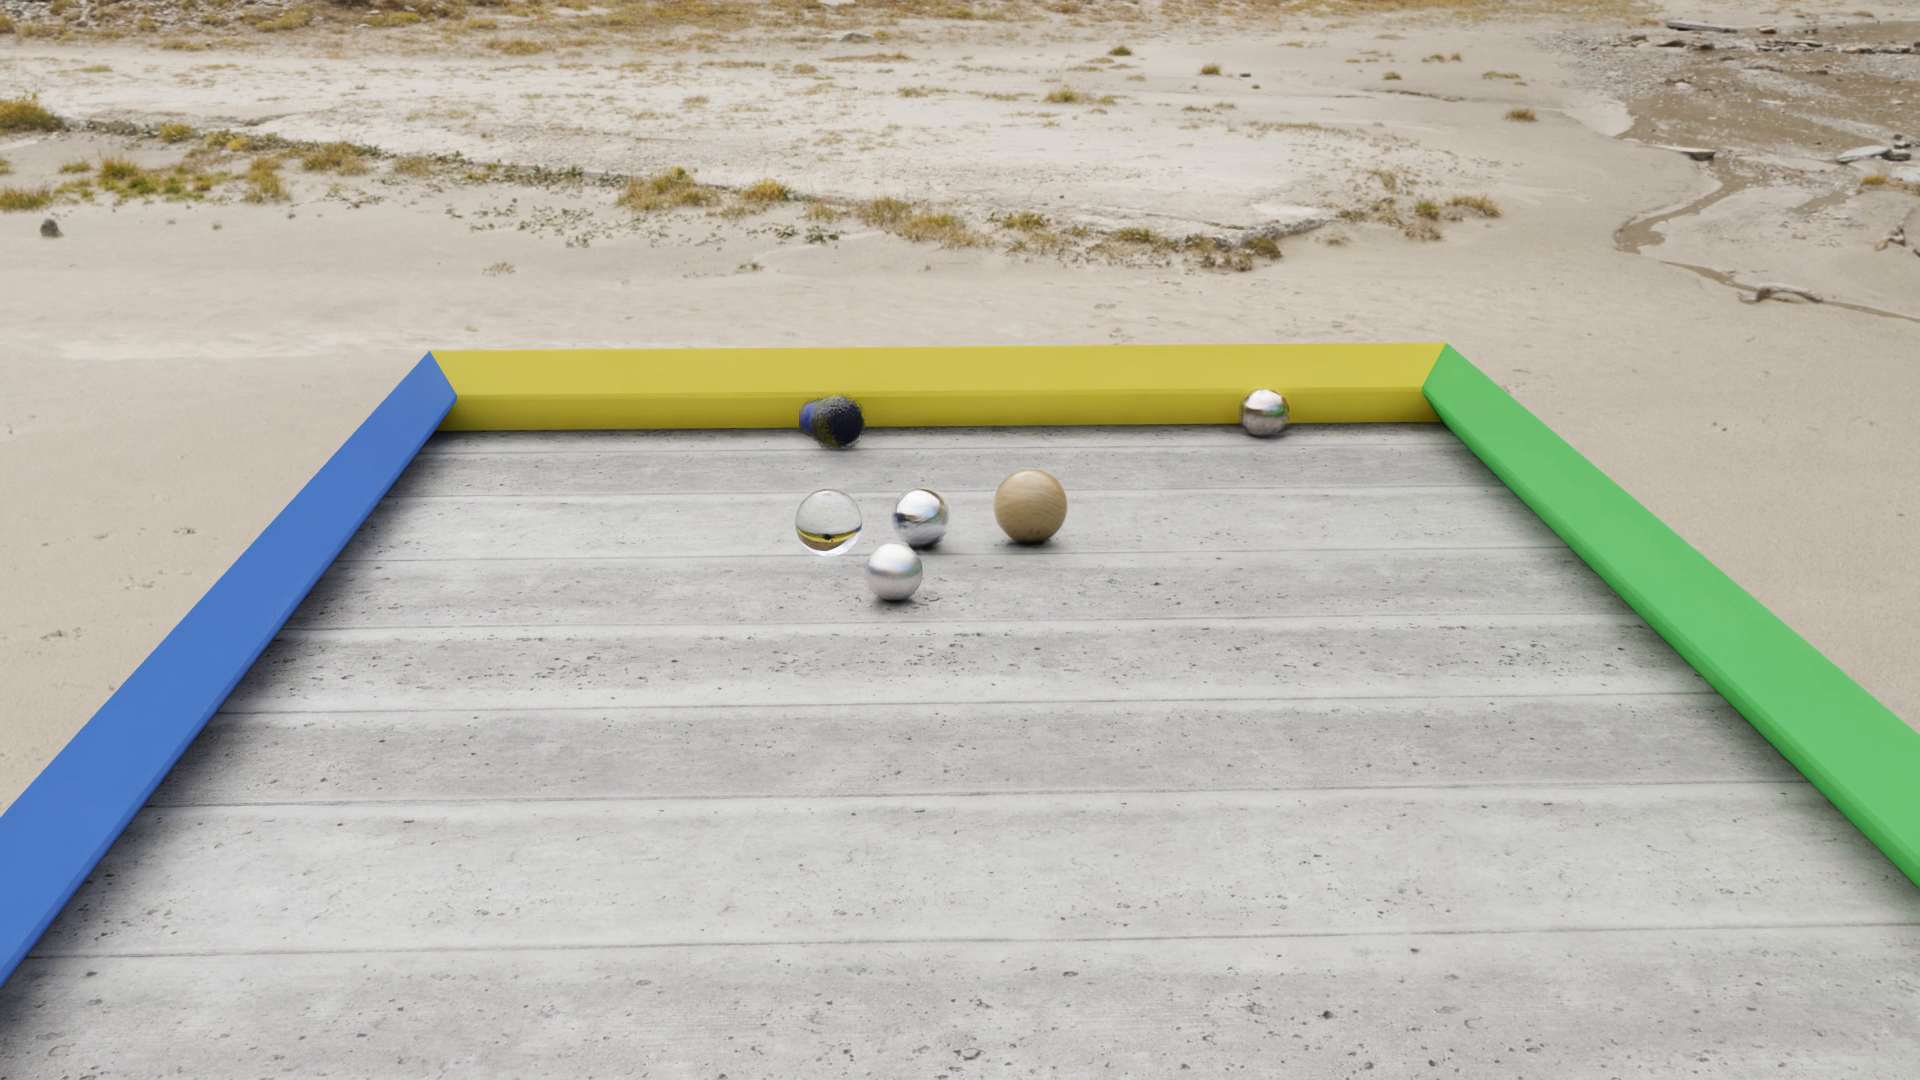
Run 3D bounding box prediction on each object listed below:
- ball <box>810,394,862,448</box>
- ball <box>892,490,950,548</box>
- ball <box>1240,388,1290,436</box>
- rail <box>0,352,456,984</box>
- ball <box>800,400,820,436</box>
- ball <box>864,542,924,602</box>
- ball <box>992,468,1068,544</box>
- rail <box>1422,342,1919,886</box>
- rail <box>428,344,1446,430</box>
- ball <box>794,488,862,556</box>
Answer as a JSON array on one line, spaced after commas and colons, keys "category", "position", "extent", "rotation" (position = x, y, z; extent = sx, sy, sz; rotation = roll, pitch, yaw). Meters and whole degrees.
[{"category": "ball", "position": [-0.176, -0.169, 3.132], "extent": [0.076, 0.076, 0.076], "rotation": [0, 17, 0]}, {"category": "ball", "position": [-0.047, -0.026, 2.675], "extent": [0.071, 0.071, 0.071], "rotation": [0, 17, 0]}, {"category": "ball", "position": [0.444, -0.185, 3.197], "extent": [0.071, 0.071, 0.071], "rotation": [0, 17, 0]}, {"category": "rail", "position": [-0.699, 0.190, 1.883], "extent": [0.045, 0.118, 2.803], "rotation": [-1, 17, -2]}, {"category": "ball", "position": [-0.205, -0.177, 3.197], "extent": [0.053, 0.053, 0.053], "rotation": [0, 17, 0]}, {"category": "ball", "position": [-0.074, 0.036, 2.479], "extent": [0.066, 0.066, 0.066], "rotation": [0, 17, 0]}, {"category": "ball", "position": [0.086, -0.041, 2.690], "extent": [0.091, 0.091, 0.091], "rotation": [0, 17, 0]}, {"category": "rail", "position": [0.751, 0.174, 1.935], "extent": [0.045, 0.118, 2.803], "rotation": [-1, 17, -2]}, {"category": "rail", "position": [-0.025, -0.220, 3.226], "extent": [1.499, 0.118, 0.045], "rotation": [-1, 17, -2]}, {"category": "ball", "position": [-0.158, -0.021, 2.640], "extent": [0.081, 0.081, 0.081], "rotation": [0, 17, 0]}]
